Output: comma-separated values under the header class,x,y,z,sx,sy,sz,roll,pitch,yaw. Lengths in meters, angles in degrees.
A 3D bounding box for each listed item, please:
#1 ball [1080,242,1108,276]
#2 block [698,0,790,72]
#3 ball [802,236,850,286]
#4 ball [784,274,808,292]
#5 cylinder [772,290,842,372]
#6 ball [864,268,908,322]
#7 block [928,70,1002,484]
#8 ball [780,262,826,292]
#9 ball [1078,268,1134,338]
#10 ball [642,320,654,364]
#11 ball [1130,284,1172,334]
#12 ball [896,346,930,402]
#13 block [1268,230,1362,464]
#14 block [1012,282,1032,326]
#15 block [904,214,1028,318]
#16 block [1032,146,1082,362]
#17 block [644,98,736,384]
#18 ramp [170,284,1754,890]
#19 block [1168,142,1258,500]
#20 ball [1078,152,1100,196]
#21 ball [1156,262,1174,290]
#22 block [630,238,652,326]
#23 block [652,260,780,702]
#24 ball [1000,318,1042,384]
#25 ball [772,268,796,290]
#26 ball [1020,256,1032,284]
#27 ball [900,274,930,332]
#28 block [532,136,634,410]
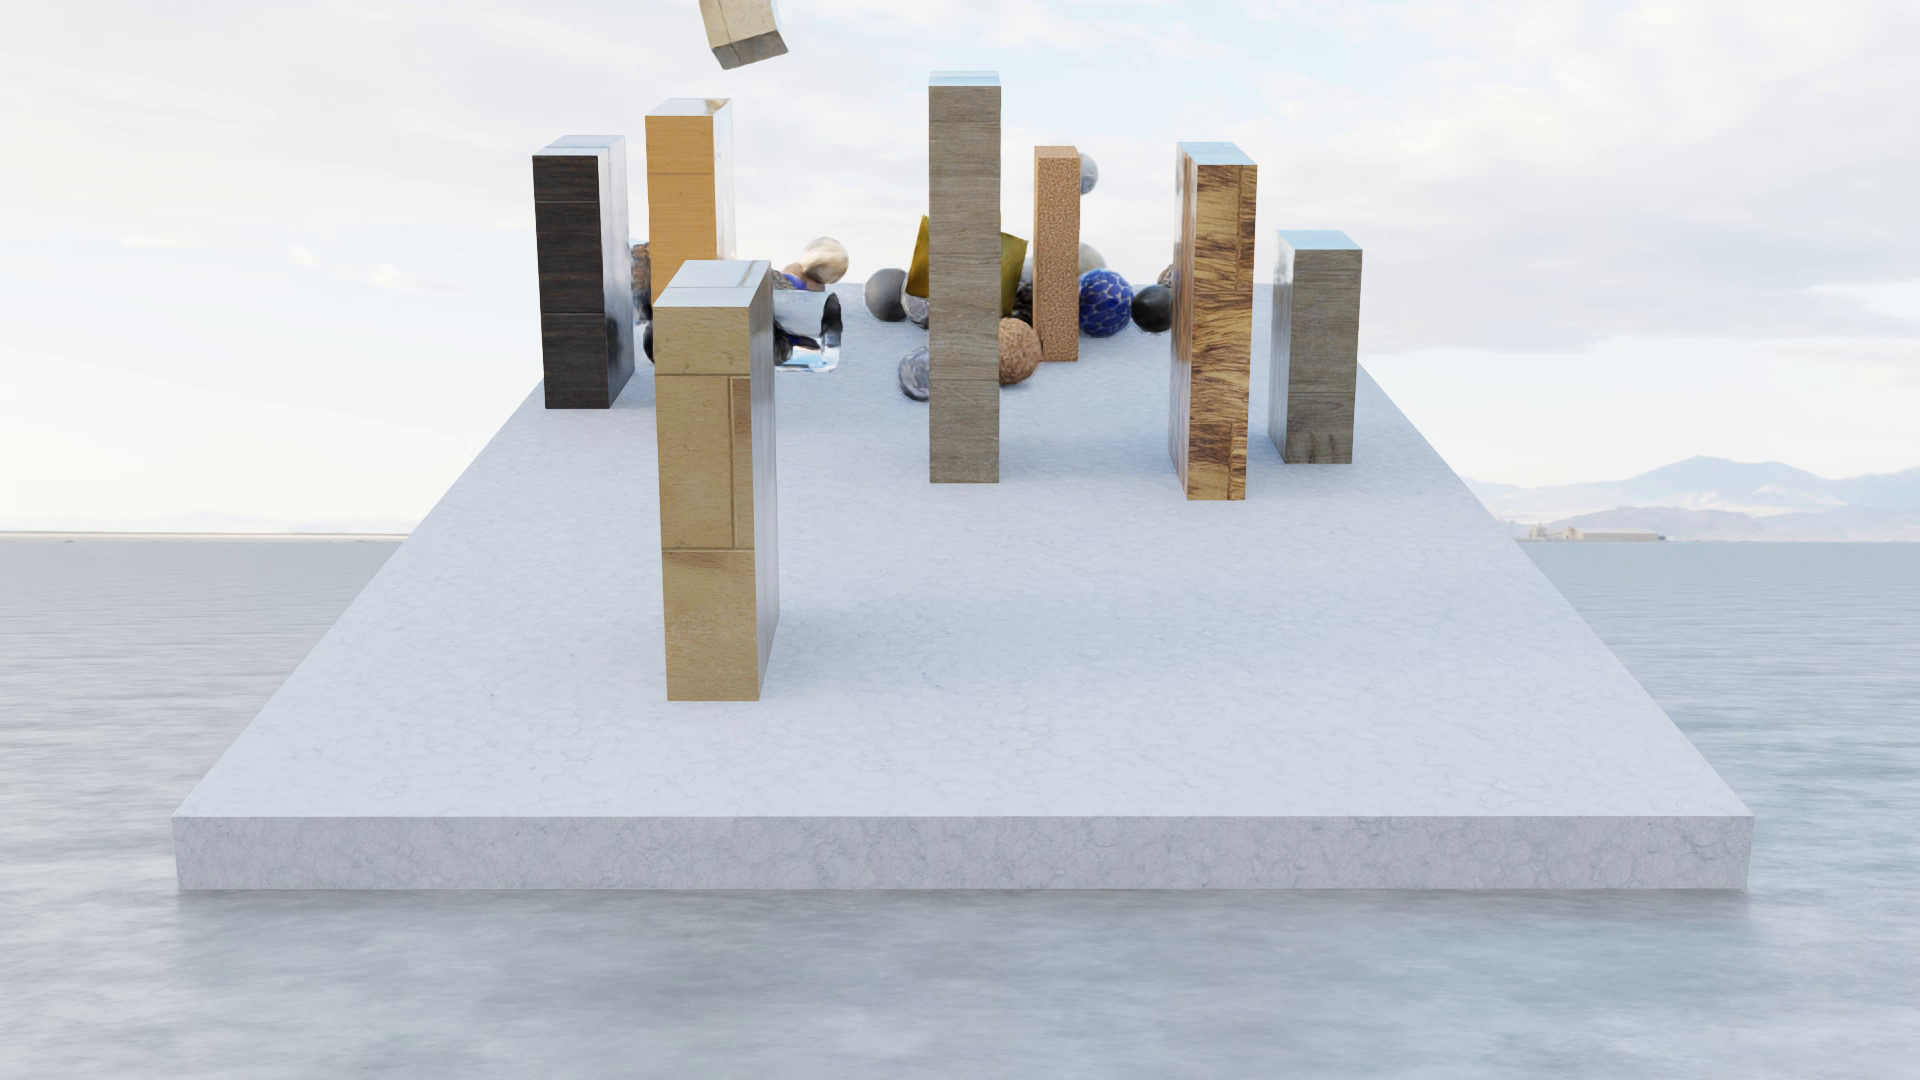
class,x,y,z,sx,sy,sz,roll,pitch,yaw
ball,0.317,-0.730,6.142,0.197,0.197,0.197,0,0,0
block,-0.596,-1.427,6.049,0.189,0.189,0.189,-15,-8,4
ball,-0.368,-0.762,6.041,0.131,0.131,0.131,0,0,0
ball,-0.475,-0.658,6.005,0.134,0.134,0.134,0,0,0
cylinder,-0.407,-0.509,5.382,0.196,0.196,0.196,3,1,12
ball,-0.187,-0.667,6.009,0.149,0.149,0.149,0,0,0
block,0.008,-0.535,4.441,0.138,0.773,0.366,0,16,0
ball,-0.443,-0.700,6.136,0.142,0.142,0.142,0,0,0
ball,0.371,-0.623,5.807,0.179,0.179,0.179,0,0,0
ball,-0.704,-0.486,5.403,0.142,0.142,0.142,0,0,0
ball,0.493,-0.584,5.591,0.123,0.123,0.123,0,0,0
ball,-0.082,-0.379,5.063,0.126,0.126,0.126,0,0,0
block,0.734,-0.405,4.594,0.137,0.440,0.267,0,16,0
block,0.137,-0.619,5.896,0.121,0.121,0.121,-11,19,-32
block,0.017,-0.655,5.312,0.192,0.192,0.192,15,4,29
block,0.242,-0.727,5.582,0.105,0.504,0.276,0,16,0
block,-0.580,-0.606,4.848,0.141,0.681,0.413,0,16,0
ramp,-0.002,-0.163,4.726,2.000,0.100,4.000,0,16,0
block,0.492,-0.439,4.353,0.111,0.641,0.397,0,16,0
ball,0.304,-0.951,5.745,0.115,0.115,0.115,0,0,0
ball,0.615,-0.657,5.904,0.191,0.191,0.191,0,0,0
block,-0.911,-0.650,5.593,0.205,0.205,0.205,14,23,41
block,-0.357,-0.100,3.303,0.132,0.575,0.405,0,16,0
ball,0.113,-0.449,5.245,0.159,0.159,0.159,0,0,0
ball,-0.513,-0.595,5.654,0.209,0.209,0.209,0,0,0
ball,0.209,-0.764,6.393,0.117,0.117,0.117,0,0,0
ball,-0.060,-0.650,5.870,0.195,0.195,0.195,0,0,0
block,-0.866,-0.629,5.125,0.145,0.570,0.425,0,16,0
